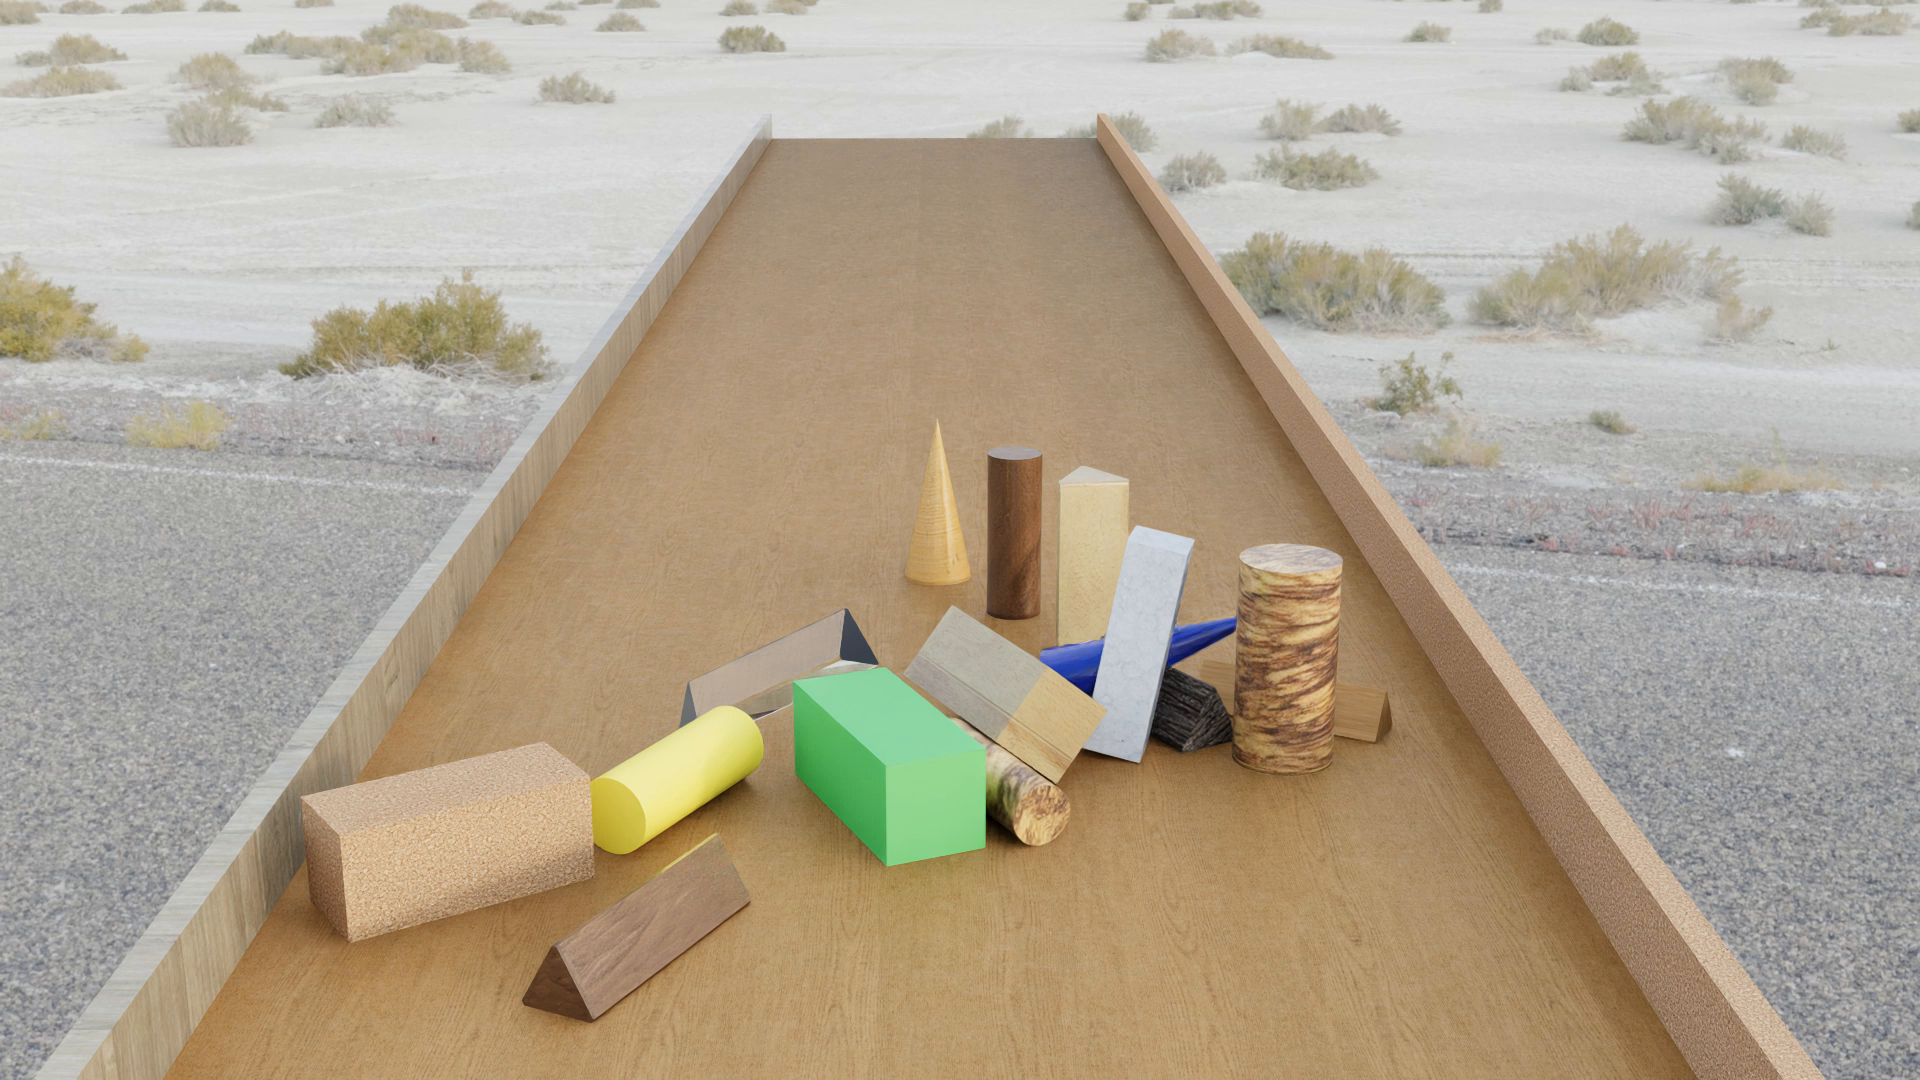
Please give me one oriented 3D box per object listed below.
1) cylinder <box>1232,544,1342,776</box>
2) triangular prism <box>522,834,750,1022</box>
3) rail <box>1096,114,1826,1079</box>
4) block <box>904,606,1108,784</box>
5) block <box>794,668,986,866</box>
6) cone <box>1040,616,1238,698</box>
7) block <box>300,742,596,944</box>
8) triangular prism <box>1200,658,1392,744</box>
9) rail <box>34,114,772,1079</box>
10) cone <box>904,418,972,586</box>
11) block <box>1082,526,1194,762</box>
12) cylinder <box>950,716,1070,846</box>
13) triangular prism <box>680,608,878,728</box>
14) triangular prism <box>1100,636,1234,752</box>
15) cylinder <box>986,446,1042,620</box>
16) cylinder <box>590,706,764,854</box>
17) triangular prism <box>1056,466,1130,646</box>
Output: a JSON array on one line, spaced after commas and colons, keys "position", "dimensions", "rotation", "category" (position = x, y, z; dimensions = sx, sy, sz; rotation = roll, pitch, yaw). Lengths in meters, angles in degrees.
[{"position": [0.575, 0.210, 3.871], "dimensions": [0.178, 0.371, 0.178], "rotation": [0, 17, 0], "category": "cylinder"}, {"position": [-0.463, 0.549, 3.192], "dimensions": [0.118, 0.102, 0.414], "rotation": [8, 18, 25], "category": "triangular prism"}, {"position": [0.932, -0.844, 7.801], "dimensions": [0.050, 0.150, 12.000], "rotation": [0, 17, -1], "category": "rail"}, {"position": [0.076, 0.271, 3.930], "dimensions": [0.156, 0.156, 0.371], "rotation": [37, -4, -31], "category": "block"}, {"position": [-0.124, 0.371, 3.678], "dimensions": [0.172, 0.172, 0.418], "rotation": [-7, 18, -23], "category": "block"}, {"position": [0.373, 0.198, 4.027], "dimensions": [0.431, 0.143, 0.143], "rotation": [-20, 11, 18], "category": "cone"}, {"position": [-0.784, 0.458, 3.384], "dimensions": [0.396, 0.172, 0.172], "rotation": [-11, 20, -33], "category": "block"}, {"position": [0.619, 0.290, 4.092], "dimensions": [0.357, 0.086, 0.099], "rotation": [9, 19, 28], "category": "triangular prism"}, {"position": [-1.118, -0.838, 7.780], "dimensions": [0.050, 0.150, 12.000], "rotation": [0, 17, -1], "category": "rail"}, {"position": [-0.050, -0.095, 4.908], "dimensions": [0.152, 0.365, 0.152], "rotation": [0, 17, 0], "category": "cone"}, {"position": [0.315, 0.184, 3.890], "dimensions": [0.107, 0.393, 0.107], "rotation": [14, 17, 9], "category": "block"}, {"position": [0.056, 0.401, 3.696], "dimensions": [0.104, 0.104, 0.340], "rotation": [-8, 18, -25], "category": "cylinder"}, {"position": [-0.334, 0.234, 3.905], "dimensions": [0.369, 0.100, 0.115], "rotation": [-25, -21, 27], "category": "triangular prism"}, {"position": [0.363, 0.276, 4.093], "dimensions": [0.128, 0.111, 0.341], "rotation": [-10, 19, -31], "category": "triangular prism"}, {"position": [0.115, -0.015, 4.662], "dimensions": [0.116, 0.351, 0.116], "rotation": [0, 17, 0], "category": "cylinder"}, {"position": [-0.477, 0.396, 3.668], "dimensions": [0.130, 0.130, 0.358], "rotation": [8, 18, 25], "category": "cylinder"}, {"position": [0.254, 0.051, 4.390], "dimensions": [0.139, 0.380, 0.120], "rotation": [-2, 17, -7], "category": "triangular prism"}]
